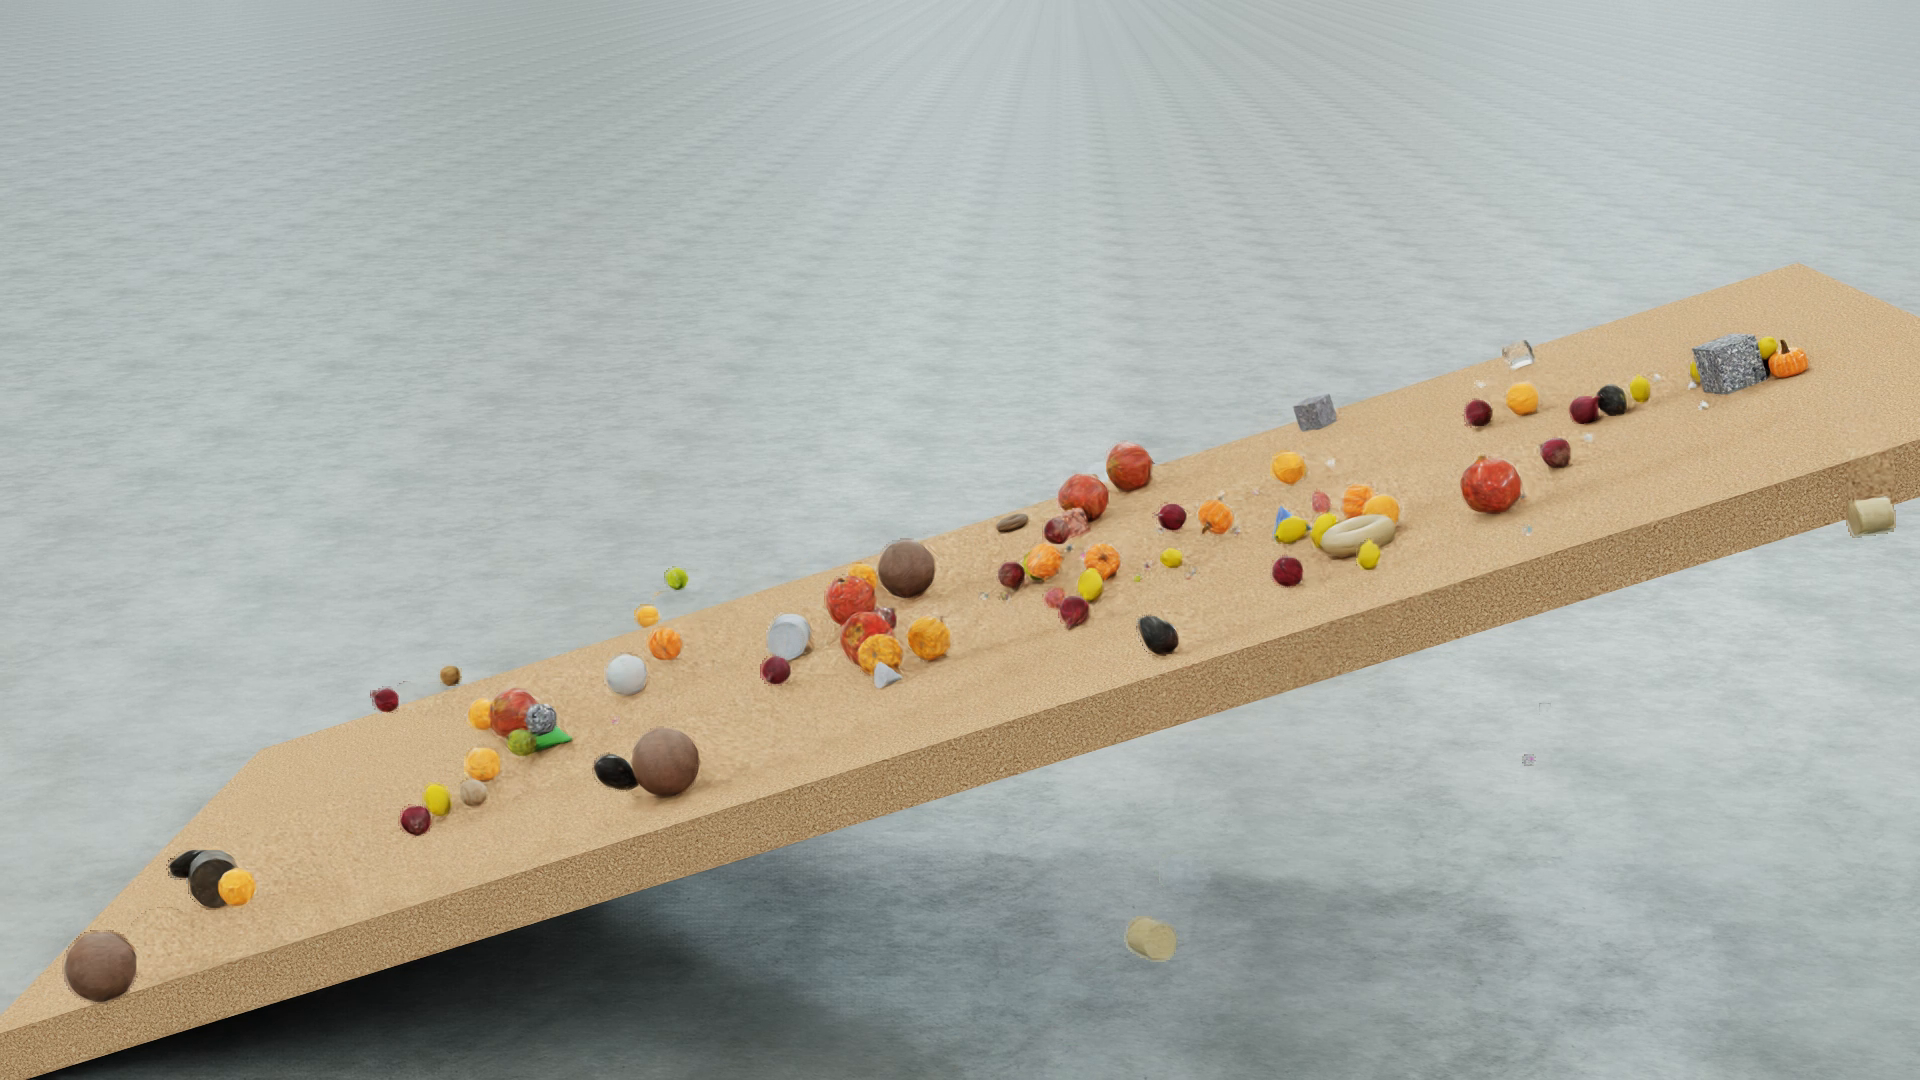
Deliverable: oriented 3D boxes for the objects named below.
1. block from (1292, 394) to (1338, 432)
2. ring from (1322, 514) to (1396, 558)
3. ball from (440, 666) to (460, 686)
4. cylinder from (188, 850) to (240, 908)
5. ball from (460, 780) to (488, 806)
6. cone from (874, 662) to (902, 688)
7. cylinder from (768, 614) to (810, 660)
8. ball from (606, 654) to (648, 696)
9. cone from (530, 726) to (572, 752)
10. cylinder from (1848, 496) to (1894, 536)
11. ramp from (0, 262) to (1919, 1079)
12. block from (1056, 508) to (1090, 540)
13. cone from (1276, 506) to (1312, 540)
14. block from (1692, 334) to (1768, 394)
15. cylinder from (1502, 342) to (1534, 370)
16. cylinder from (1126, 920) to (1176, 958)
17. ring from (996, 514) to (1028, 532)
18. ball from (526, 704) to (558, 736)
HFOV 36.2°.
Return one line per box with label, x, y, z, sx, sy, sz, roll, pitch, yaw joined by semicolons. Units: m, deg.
block;0.851;-0.304;7.051;0.066;0.066;0.066;-8;15;44
ring;0.775;-0.008;5.720;0.148;0.049;0.148;-17;12;4
ball;-1.468;0.391;8.469;0.059;0.059;0.059;0;12;0
cylinder;-1.505;0.683;5.939;0.099;0.099;0.099;-3;6;-16
ball;-1.000;0.520;6.045;0.056;0.056;0.056;0;12;0
cone;-0.137;0.274;5.908;0.054;0.054;0.054;7;7;-30
cylinder;-0.375;0.212;6.462;0.085;0.085;0.085;1;11;3
ball;-0.750;0.304;6.619;0.093;0.093;0.093;0;12;0
cone;-0.877;0.425;6.368;0.085;0.085;0.085;10;13;7
cylinder;1.584;-0.042;5.116;0.060;0.060;0.060;-9;12;-1
ramp;0.103;0.182;6.308;4.000;0.100;2.000;-18;11;5
block;0.259;-0.038;6.741;0.054;0.054;0.054;-21;11;-12
cone;0.687;-0.028;6.018;0.071;0.071;0.071;8;12;-2
block;1.574;-0.360;6.018;0.096;0.096;0.096;-21;11;-12
cylinder;1.319;-0.436;6.948;0.055;0.055;0.055;-19;14;-4
cylinder;0.333;0.693;5.107;0.063;0.063;0.063;-7;-4;-31
ring;0.125;-0.040;7.057;0.080;0.027;0.080;-19;10;4
ball;-0.899;0.385;6.311;0.068;0.068;0.068;0;12;0
